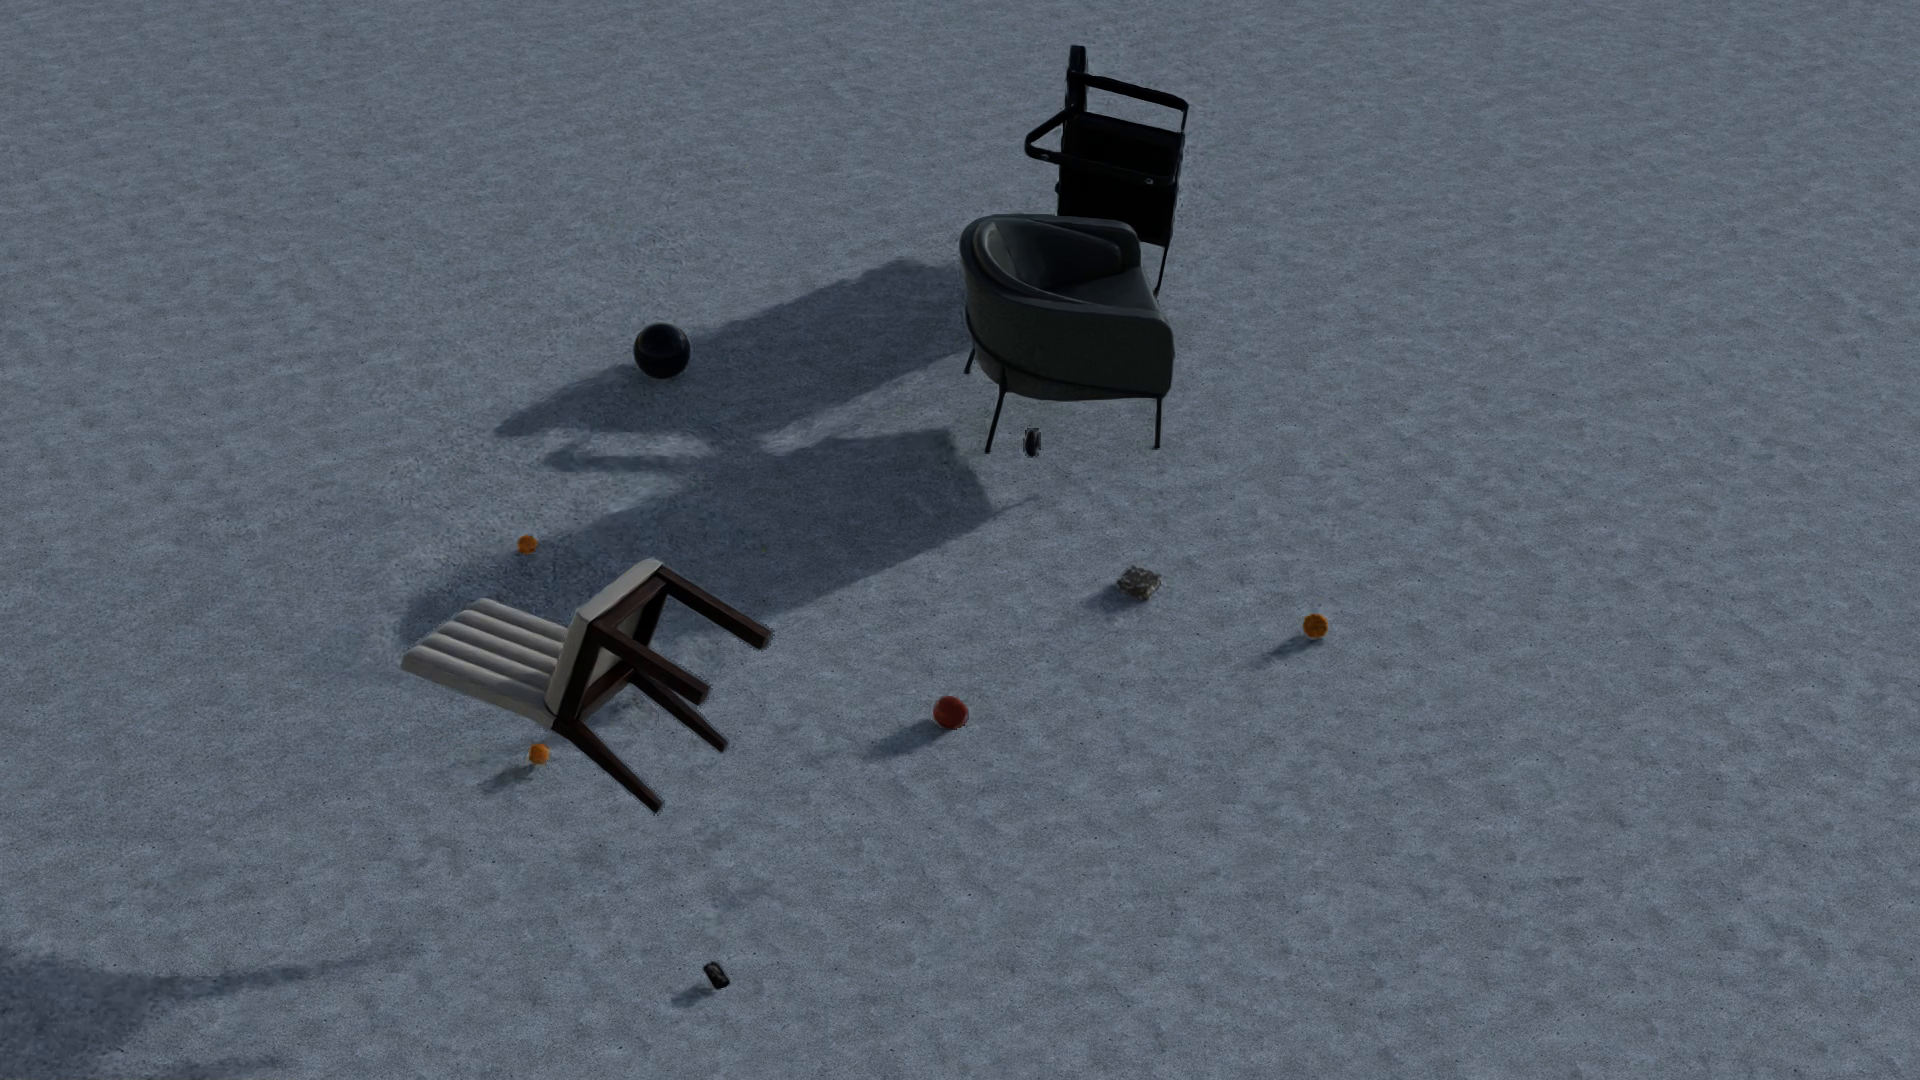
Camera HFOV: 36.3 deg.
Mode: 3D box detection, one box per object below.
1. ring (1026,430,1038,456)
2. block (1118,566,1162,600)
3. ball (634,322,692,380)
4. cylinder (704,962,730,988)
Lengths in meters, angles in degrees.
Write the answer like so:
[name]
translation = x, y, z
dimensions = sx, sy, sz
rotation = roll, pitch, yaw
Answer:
[ring]
translation = 0.265, -0.355, 10.759
dimensions = 0.035, 0.101, 0.085
rotation = 8, 27, 12
[block]
translation = 0.652, 0.156, 10.663
dimensions = 0.119, 0.049, 0.109
rotation = 18, 38, 26
[ball]
translation = -1.209, -0.769, 11.898
dimensions = 0.234, 0.234, 0.234
rotation = 0, 33, 0
[cylinder]
translation = -0.737, 1.318, 8.883
dimensions = 0.059, 0.037, 0.071
rotation = 0, 47, -50
